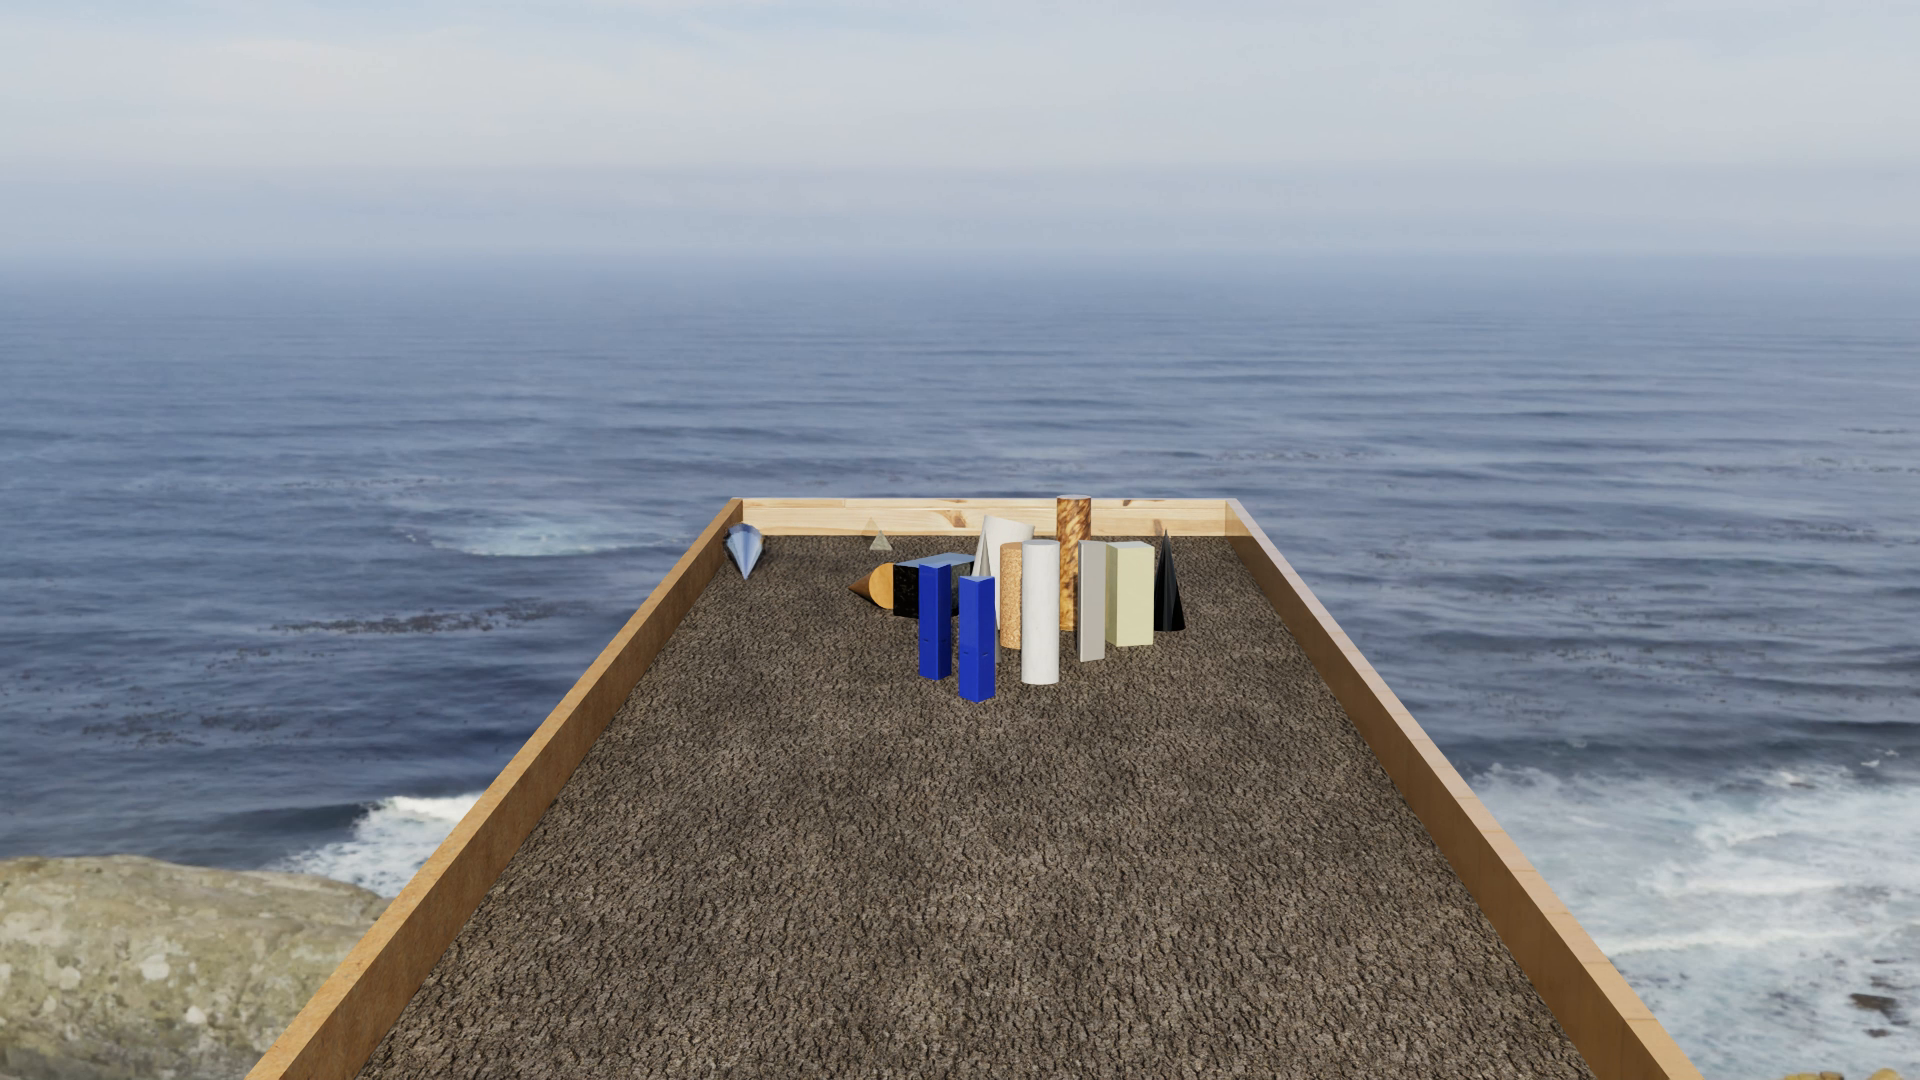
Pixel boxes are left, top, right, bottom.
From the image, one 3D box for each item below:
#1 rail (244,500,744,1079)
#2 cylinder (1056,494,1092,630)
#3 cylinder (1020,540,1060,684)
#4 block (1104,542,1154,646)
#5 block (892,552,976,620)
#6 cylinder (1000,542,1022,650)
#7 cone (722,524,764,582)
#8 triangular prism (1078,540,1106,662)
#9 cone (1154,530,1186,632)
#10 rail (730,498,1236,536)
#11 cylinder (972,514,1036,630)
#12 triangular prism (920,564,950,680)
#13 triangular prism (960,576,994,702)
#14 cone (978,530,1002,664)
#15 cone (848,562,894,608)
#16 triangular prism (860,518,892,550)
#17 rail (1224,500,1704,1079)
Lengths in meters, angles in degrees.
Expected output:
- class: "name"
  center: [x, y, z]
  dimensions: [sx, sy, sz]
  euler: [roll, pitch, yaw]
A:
- class: "rail"
  center: [-1.004, 0.839, 3.234]
  dimensions: [0.050, 0.150, 12.000]
  euler: [0, 9, 1]
- class: "cylinder"
  center: [0.370, 0.073, 7.171]
  dimensions: [0.113, 0.431, 0.113]
  euler: [0, 9, 0]
- class: "cylinder"
  center: [0.234, 0.208, 6.394]
  dimensions: [0.112, 0.407, 0.112]
  euler: [0, 9, 0]
- class: "block"
  center: [0.534, 0.169, 6.951]
  dimensions: [0.122, 0.311, 0.122]
  euler: [-3, 9, -16]
- class: "block"
  center: [-0.062, 0.157, 7.462]
  dimensions: [0.175, 0.175, 0.309]
  euler: [7, 11, 37]
- class: "cylinder"
  center: [0.212, 0.173, 6.919]
  dimensions: [0.172, 0.313, 0.172]
  euler: [0, 9, 0]
- class: "cone"
  center: [-0.809, 0.082, 8.240]
  dimensions: [0.159, 0.159, 0.405]
  euler: [-1, 20, -6]
- class: "triangular prism"
  center: [0.384, 0.183, 6.706]
  dimensions: [0.089, 0.360, 0.077]
  euler: [-6, 11, -34]
- class: "cone"
  center: [0.670, 0.121, 7.177]
  dimensions: [0.140, 0.334, 0.140]
  euler: [0, 9, 0]
- class: "rail"
  center: [0.099, -0.098, 9.147]
  dimensions: [2.100, 0.150, 0.050]
  euler: [0, 9, 1]
- class: "cylinder"
  center: [0.124, 0.106, 7.121]
  dimensions: [0.168, 0.350, 0.168]
  euler: [13, 1, 0]
- class: "triangular prism"
  center: [-0.061, 0.237, 6.452]
  dimensions: [0.080, 0.333, 0.092]
  euler: [-6, 11, -34]
- class: "triangular prism"
  center: [0.036, 0.275, 6.178]
  dimensions: [0.086, 0.343, 0.099]
  euler: [5, 10, 30]
- class: "cone"
  center: [0.076, 0.166, 6.665]
  dimensions: [0.105, 0.406, 0.105]
  euler: [0, 9, 0]
- class: "cone"
  center: [-0.323, 0.165, 7.721]
  dimensions: [0.157, 0.157, 0.434]
  euler: [-4, -1, -23]
- class: "triangular prism"
  center: [-0.342, -0.031, 8.943]
  dimensions: [0.089, 0.077, 0.376]
  euler: [-1, 9, -8]
- class: "rail"
  center: [1.046, 0.843, 3.208]
  dimensions: [0.050, 0.150, 12.000]
  euler: [0, 9, 1]
